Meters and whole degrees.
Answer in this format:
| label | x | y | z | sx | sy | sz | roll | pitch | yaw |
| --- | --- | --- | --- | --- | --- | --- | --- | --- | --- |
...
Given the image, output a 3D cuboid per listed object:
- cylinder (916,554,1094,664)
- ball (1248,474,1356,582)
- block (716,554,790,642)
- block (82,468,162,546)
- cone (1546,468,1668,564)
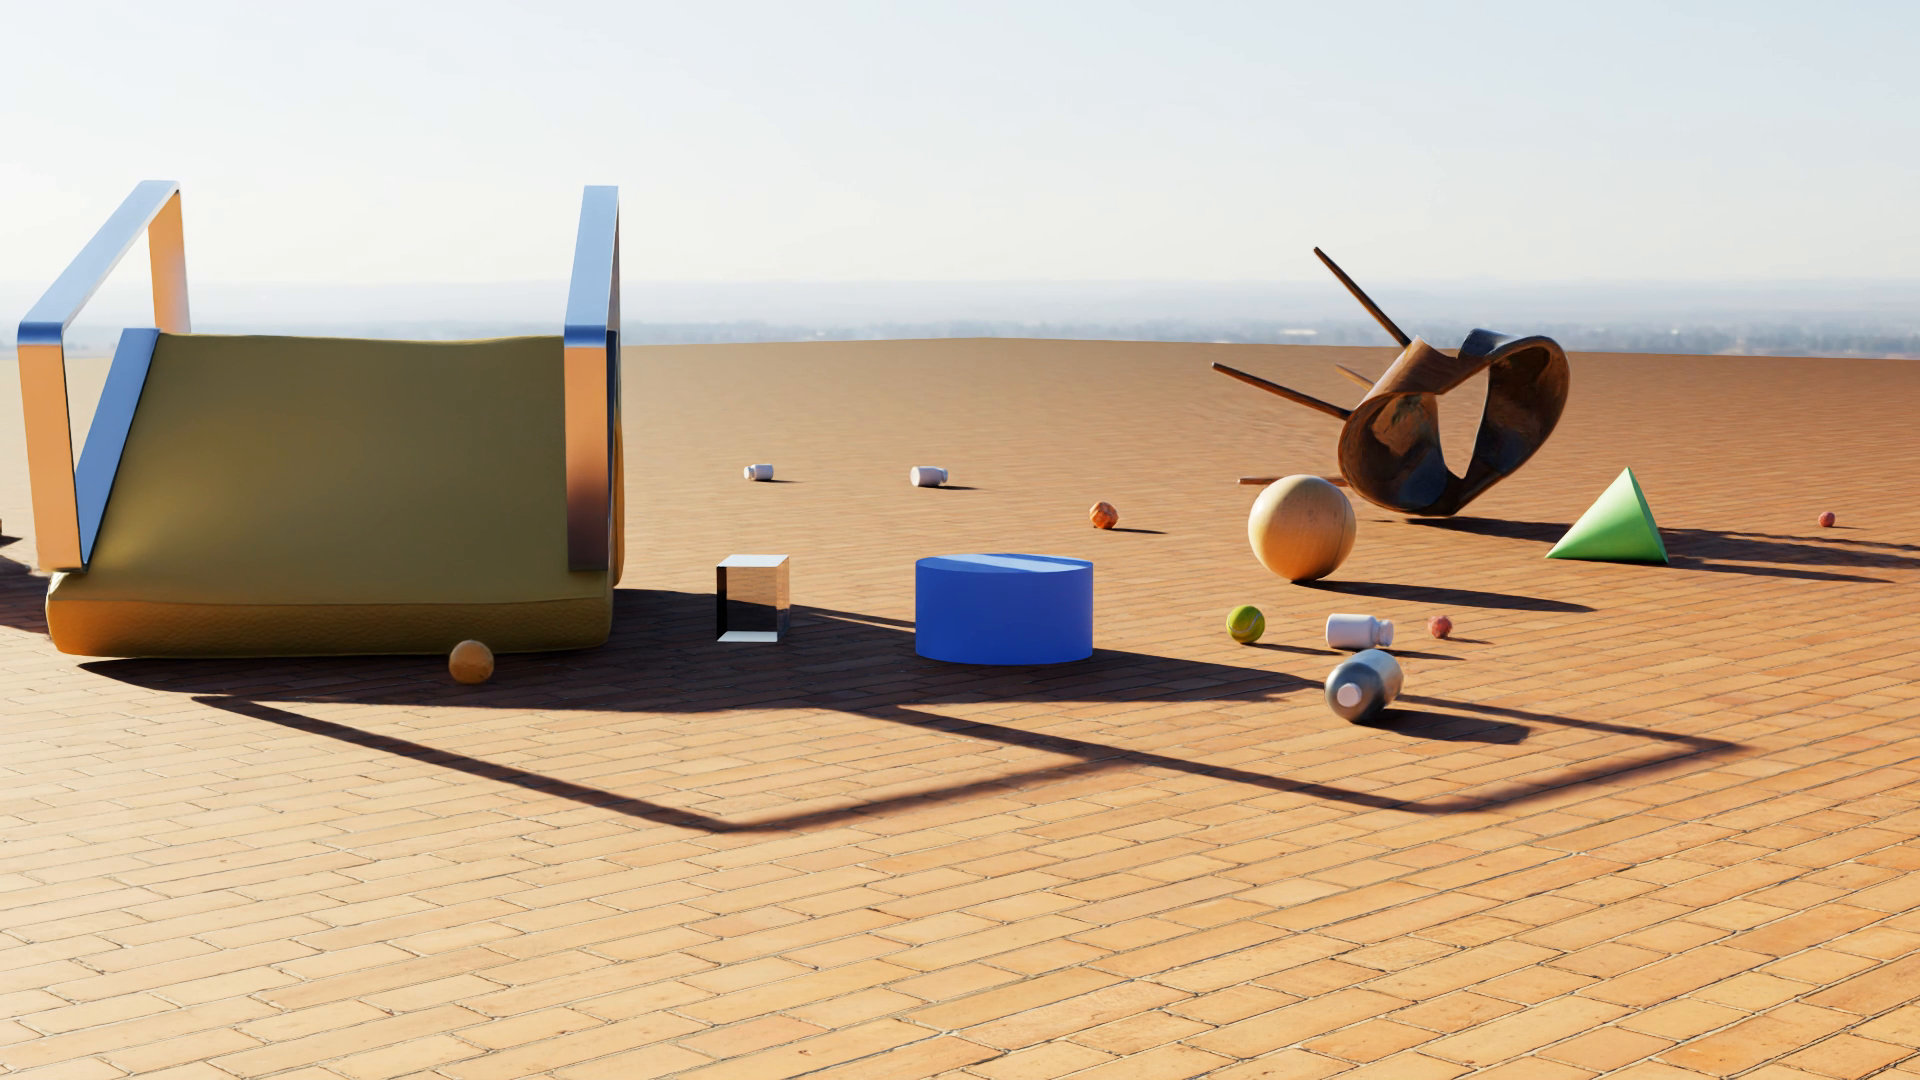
| label | x | y | z | sx | sy | sz | roll | pitch | yaw |
| --- | --- | --- | --- | --- | --- | --- | --- | --- | --- |
| cylinder | 0.077 | 0.118 | 4.497 | 0.318 | 0.157 | 0.298 | 4 | 7 | 36 |
| ball | 0.737 | -0.025 | 5.528 | 0.232 | 0.232 | 0.232 | 0 | 6 | 0 |
| block | -0.380 | 0.106 | 4.723 | 0.109 | 0.136 | 0.189 | 0 | 6 | 3 |
| block | -2.080 | -0.085 | 6.377 | 0.177 | 0.176 | 0.149 | -2 | 6 | -16 |
| cone | 1.477 | -0.008 | 5.961 | 0.256 | 0.251 | 0.159 | -25 | -28 | 20 |
